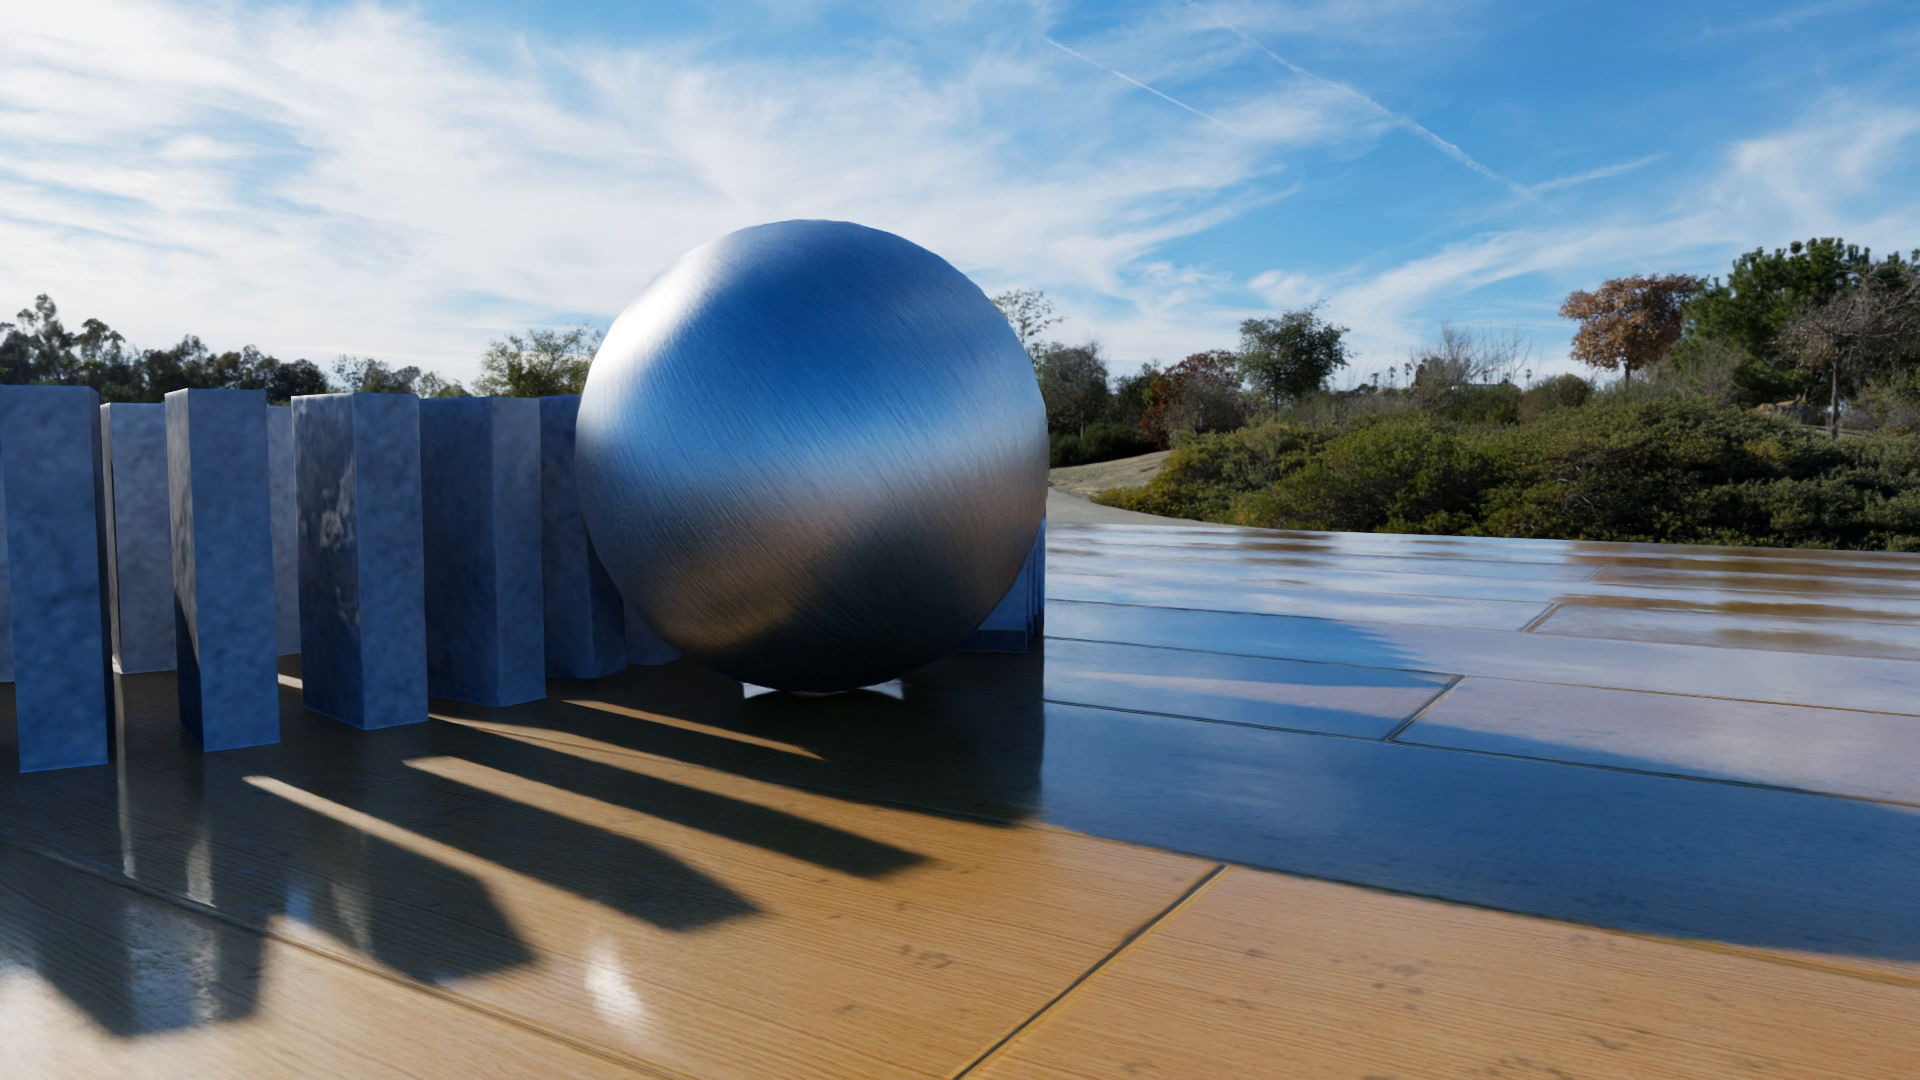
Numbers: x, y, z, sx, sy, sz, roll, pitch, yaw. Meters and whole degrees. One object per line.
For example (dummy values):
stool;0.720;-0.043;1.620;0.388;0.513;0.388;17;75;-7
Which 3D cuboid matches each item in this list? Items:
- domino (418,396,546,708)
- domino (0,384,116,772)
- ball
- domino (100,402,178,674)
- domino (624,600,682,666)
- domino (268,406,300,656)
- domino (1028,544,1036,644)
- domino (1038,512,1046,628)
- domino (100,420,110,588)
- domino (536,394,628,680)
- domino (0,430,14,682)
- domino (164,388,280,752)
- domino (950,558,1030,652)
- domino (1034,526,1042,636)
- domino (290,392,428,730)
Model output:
domino;-0.083;0.001;0.216;0.025;0.050;0.010;3;5;31
domino;-0.124;0.004;0.177;0.010;0.050;0.025;-3;5;-31
ball;-0.024;-0.014;0.220;0.080;0.080;0.080;0;4;0
domino;-0.158;-0.001;0.248;0.010;0.050;0.025;-3;5;-37
domino;-0.068;-0.001;0.251;0.025;0.050;0.009;1;4;14
domino;-0.147;-0.002;0.263;0.025;0.050;0.010;2;5;24
domino;0.004;-0.002;0.284;0.025;0.050;0.010;0;-33;5
domino;0.008;-0.003;0.308;0.025;0.050;0.010;0;-33;5
domino;-0.242;-0.010;0.362;0.025;0.050;0.010;4;6;40
domino;-0.075;-0.001;0.233;0.025;0.050;0.010;-1;4;22
domino;-0.175;0.000;0.239;0.010;0.050;0.025;-2;5;-21
domino;-0.108;0.003;0.188;0.010;0.050;0.025;-3;5;-38
domino;0.002;-0.001;0.272;0.025;0.050;0.009;0;-33;5
domino;0.006;-0.003;0.296;0.025;0.050;0.010;1;-33;5
domino;-0.094;0.002;0.201;0.025;0.050;0.010;4;6;43
